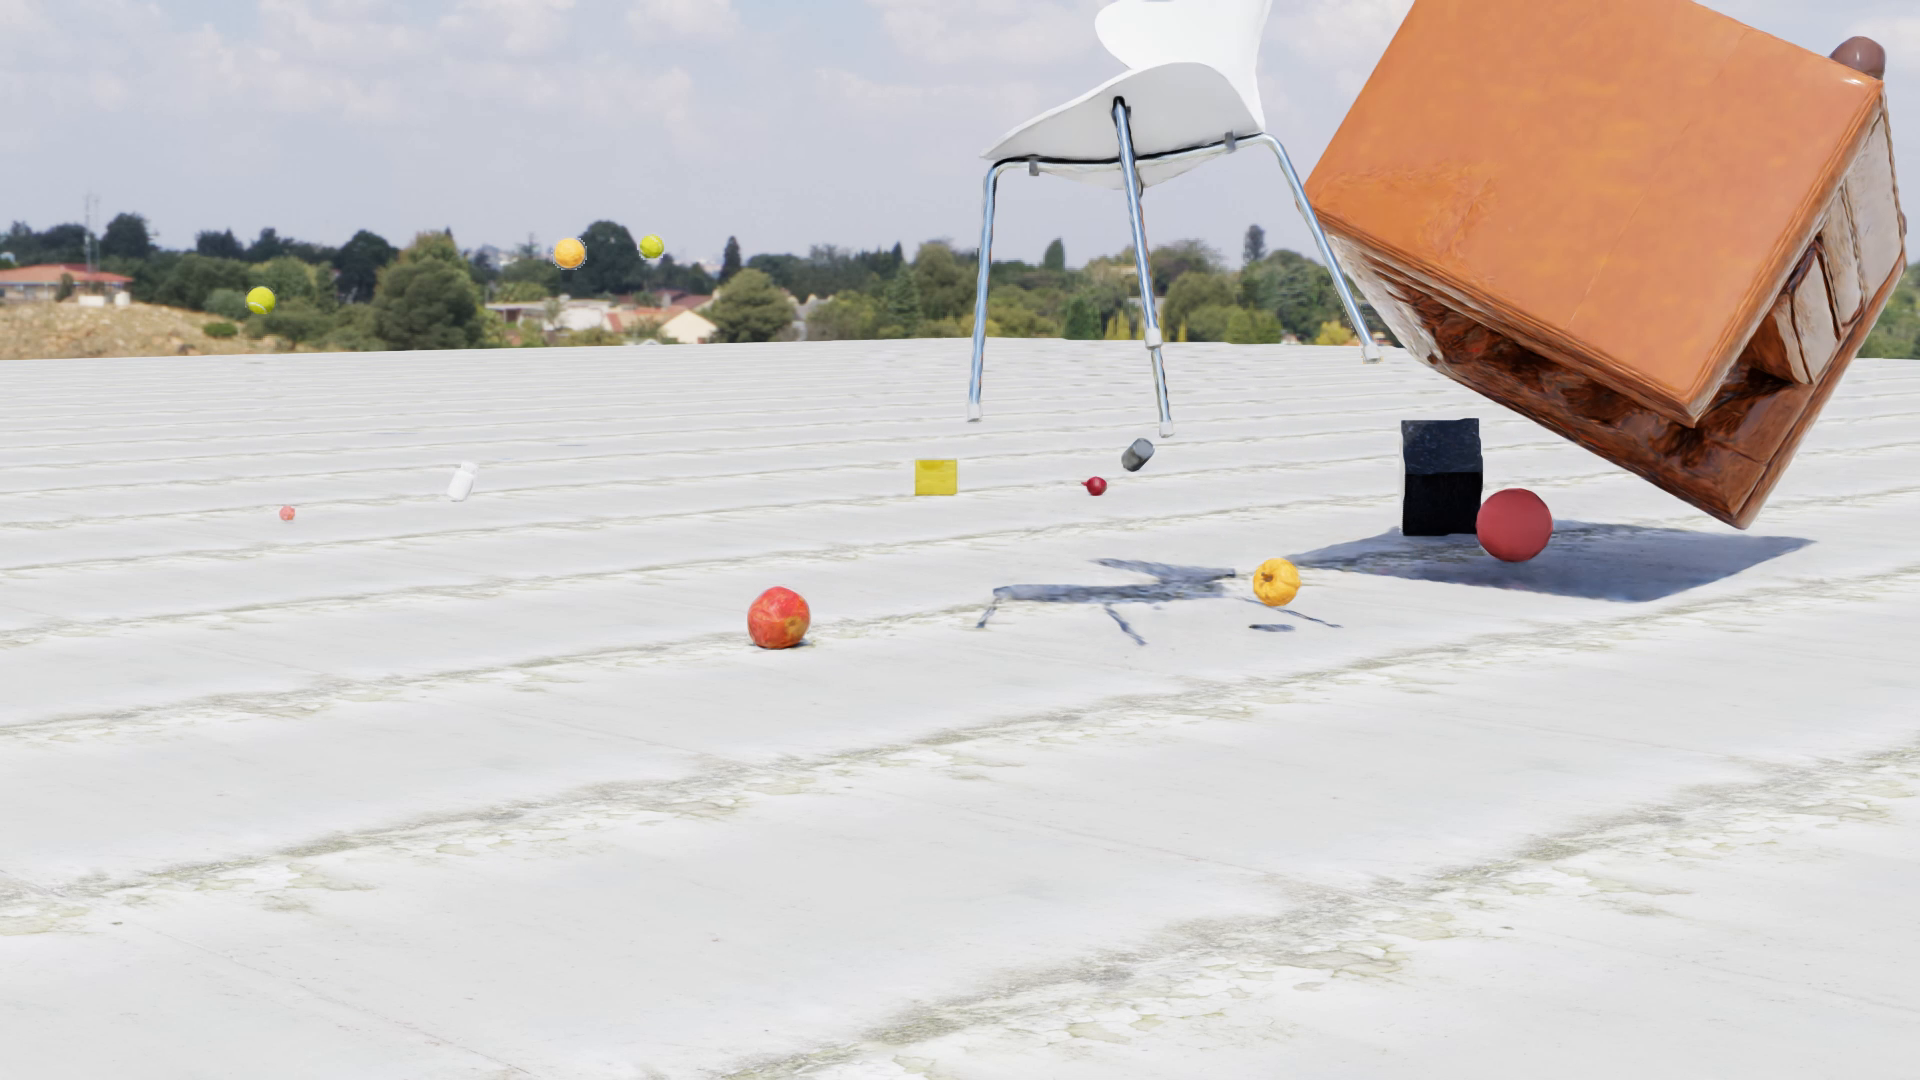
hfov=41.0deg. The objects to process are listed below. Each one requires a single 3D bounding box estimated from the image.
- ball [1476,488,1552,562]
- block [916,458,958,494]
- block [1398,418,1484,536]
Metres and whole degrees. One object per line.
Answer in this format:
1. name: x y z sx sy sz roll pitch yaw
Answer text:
1. ball: 1.274 -0.034 5.898 0.173 0.173 0.173 0 6 0
2. block: -0.070 -0.193 7.756 0.126 0.105 0.108 0 4 2
3. block: 1.208 -0.156 6.460 0.190 0.237 0.178 -1 50 6
